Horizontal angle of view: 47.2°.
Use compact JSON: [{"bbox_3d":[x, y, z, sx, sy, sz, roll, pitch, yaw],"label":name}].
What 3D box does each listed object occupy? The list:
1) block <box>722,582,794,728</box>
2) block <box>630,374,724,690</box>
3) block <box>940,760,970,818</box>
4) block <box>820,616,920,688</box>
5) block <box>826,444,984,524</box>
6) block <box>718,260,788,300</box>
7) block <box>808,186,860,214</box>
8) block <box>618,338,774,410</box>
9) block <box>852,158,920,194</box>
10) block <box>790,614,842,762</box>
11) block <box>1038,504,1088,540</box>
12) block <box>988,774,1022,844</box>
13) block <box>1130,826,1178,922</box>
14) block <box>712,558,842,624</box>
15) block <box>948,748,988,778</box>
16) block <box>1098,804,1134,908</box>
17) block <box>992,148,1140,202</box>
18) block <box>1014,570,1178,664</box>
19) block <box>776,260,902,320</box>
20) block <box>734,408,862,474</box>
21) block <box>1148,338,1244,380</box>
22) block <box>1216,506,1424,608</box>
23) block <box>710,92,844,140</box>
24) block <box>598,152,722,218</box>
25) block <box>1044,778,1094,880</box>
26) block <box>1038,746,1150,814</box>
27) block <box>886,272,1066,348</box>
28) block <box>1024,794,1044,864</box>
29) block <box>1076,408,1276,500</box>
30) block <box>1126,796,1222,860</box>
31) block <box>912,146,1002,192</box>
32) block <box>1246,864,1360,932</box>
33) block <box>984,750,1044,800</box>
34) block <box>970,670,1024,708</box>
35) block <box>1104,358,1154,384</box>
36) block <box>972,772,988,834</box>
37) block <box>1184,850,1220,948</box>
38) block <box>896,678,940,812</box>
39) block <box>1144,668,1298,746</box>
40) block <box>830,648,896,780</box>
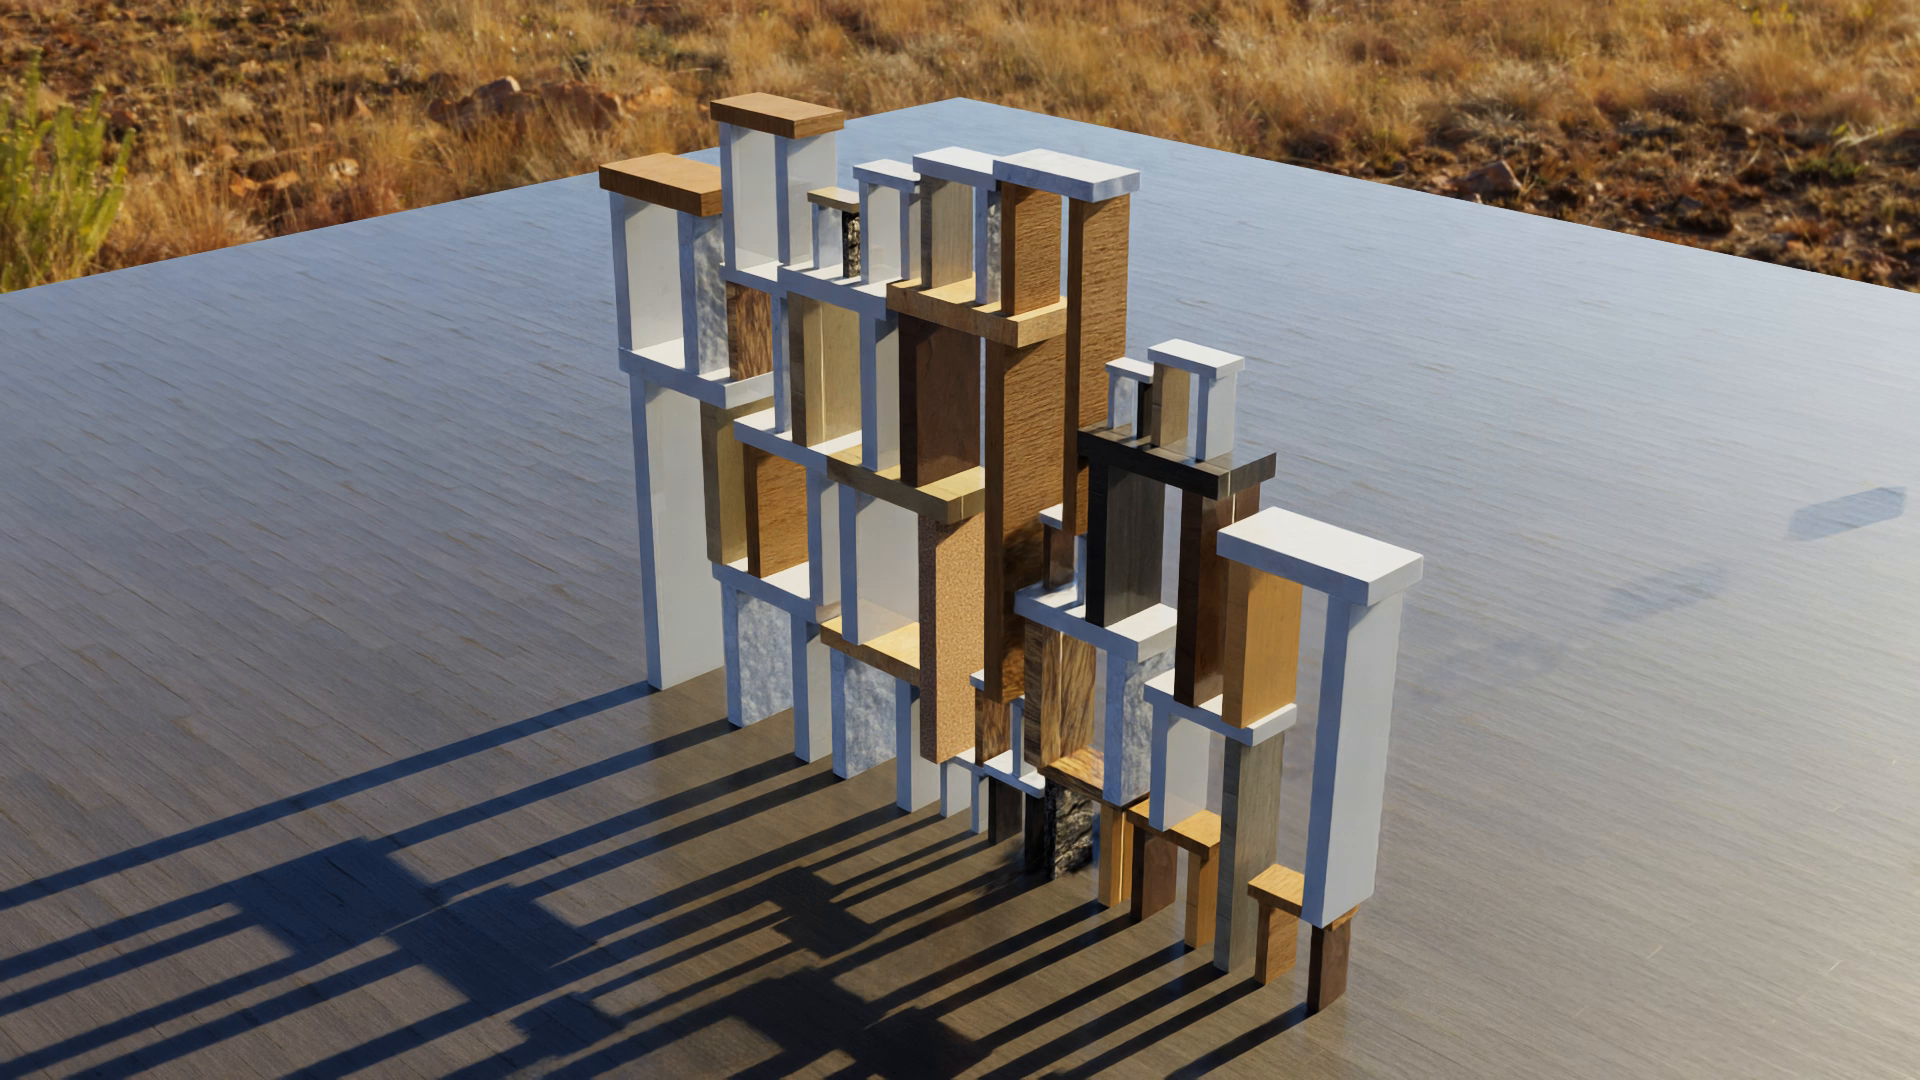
[{"bbox_3d":[-0.432,0.227,4.798,0.047,0.334,0.167,21,31,41],"label":"block"},{"bbox_3d":[-0.626,-0.033,4.890,0.051,0.740,0.180,21,31,41],"label":"block"},{"bbox_3d":[-0.009,0.488,4.440,0.067,0.134,0.019,-21,31,-41],"label":"block"},{"bbox_3d":[-0.131,0.211,4.458,0.293,0.042,0.147,21,31,41],"label":"block"},{"bbox_3d":[-0.082,-0.120,4.259,0.169,0.048,0.338,-21,31,-40],"label":"block"},{"bbox_3d":[-0.377,-0.530,4.411,0.104,0.030,0.209,-21,31,-41],"label":"block"},{"bbox_3d":[-0.224,-0.648,4.186,0.064,0.018,0.129,-21,31,-41],"label":"block"},{"bbox_3d":[-0.542,-0.364,4.658,0.359,0.051,0.180,21,31,41],"label":"block"},{"bbox_3d":[-0.112,-0.673,4.064,0.083,0.023,0.166,-21,31,-40],"label":"block"},{"bbox_3d":[-0.275,0.289,4.653,0.047,0.334,0.167,21,31,41],"label":"block"},{"bbox_3d":[0.211,-0.033,3.986,0.065,0.018,0.130,-21,31,-40],"label":"block"},{"bbox_3d":[0.090,0.520,4.344,0.021,0.149,0.075,21,31,41],"label":"block"},{"bbox_3d":[0.363,0.602,4.092,0.028,0.195,0.098,21,31,41],"label":"block"},{"bbox_3d":[-0.354,0.082,4.651,0.334,0.047,0.167,21,31,41],"label":"block"},{"bbox_3d":[0.022,0.430,4.381,0.067,0.019,0.134,-21,31,-41],"label":"block"},{"bbox_3d":[0.309,0.575,4.134,0.106,0.212,0.030,-21,31,-41],"label":"block"},{"bbox_3d":[0.180,-0.624,3.757,0.118,0.033,0.236,-21,31,-40],"label":"block"},{"bbox_3d":[0.259,0.136,3.999,0.150,0.042,0.300,-21,31,-41],"label":"block"},{"bbox_3d":[-0.192,-0.490,4.223,0.154,0.044,0.309,-21,31,-40],"label":"block"},{"bbox_3d":[-0.310,-0.207,4.468,0.293,0.042,0.147,21,31,41],"label":"block"},{"bbox_3d":[0.392,-0.302,3.663,0.147,0.021,0.073,21,31,40],"label":"block"},{"bbox_3d":[0.585,0.024,3.591,0.302,0.043,0.151,21,31,41],"label":"block"},{"bbox_3d":[-0.356,-0.825,4.267,0.126,0.036,0.251,-21,31,-41],"label":"block"},{"bbox_3d":[-0.574,-0.735,4.538,0.339,0.048,0.170,21,31,41],"label":"block"},{"bbox_3d":[0.209,0.536,4.226,0.106,0.212,0.030,-21,31,-41],"label":"block"},{"bbox_3d":[0.259,0.444,4.133,0.106,0.030,0.212,-21,31,-41],"label":"block"},{"bbox_3d":[0.042,-0.427,4.001,0.336,0.048,0.168,21,31,41],"label":"block"},{"bbox_3d":[0.160,0.548,4.279,0.021,0.149,0.075,21,31,41],"label":"block"},{"bbox_3d":[0.368,-0.149,3.762,0.311,0.044,0.156,21,31,41],"label":"block"},{"bbox_3d":[0.409,0.517,4.006,0.195,0.028,0.098,21,31,41],"label":"block"},{"bbox_3d":[0.025,-0.662,3.922,0.209,0.030,0.104,21,31,41],"label":"block"},{"bbox_3d":[0.596,0.620,3.821,0.174,0.025,0.087,19,30,37],"label":"block"},{"bbox_3d":[0.125,0.455,4.278,0.149,0.021,0.075,21,31,41],"label":"block"},{"bbox_3d":[0.100,0.282,4.242,0.152,0.022,0.076,21,31,41],"label":"block"},{"bbox_3d":[0.302,-0.290,3.767,0.099,0.014,0.049,21,31,40],"label":"block"},{"bbox_3d":[0.054,0.512,4.382,0.067,0.134,0.019,-21,31,-41],"label":"block"},{"bbox_3d":[0.455,0.638,4.007,0.028,0.195,0.098,21,31,41],"label":"block"},{"bbox_3d":[-0.061,0.392,4.460,0.042,0.293,0.147,21,31,41],"label":"block"},{"bbox_3d":[0.454,0.285,3.848,0.244,0.035,0.122,21,31,41],"label":"block"},{"bbox_3d":[-0.200,0.338,4.587,0.042,0.293,0.147,21,31,41],"label":"block"}]
